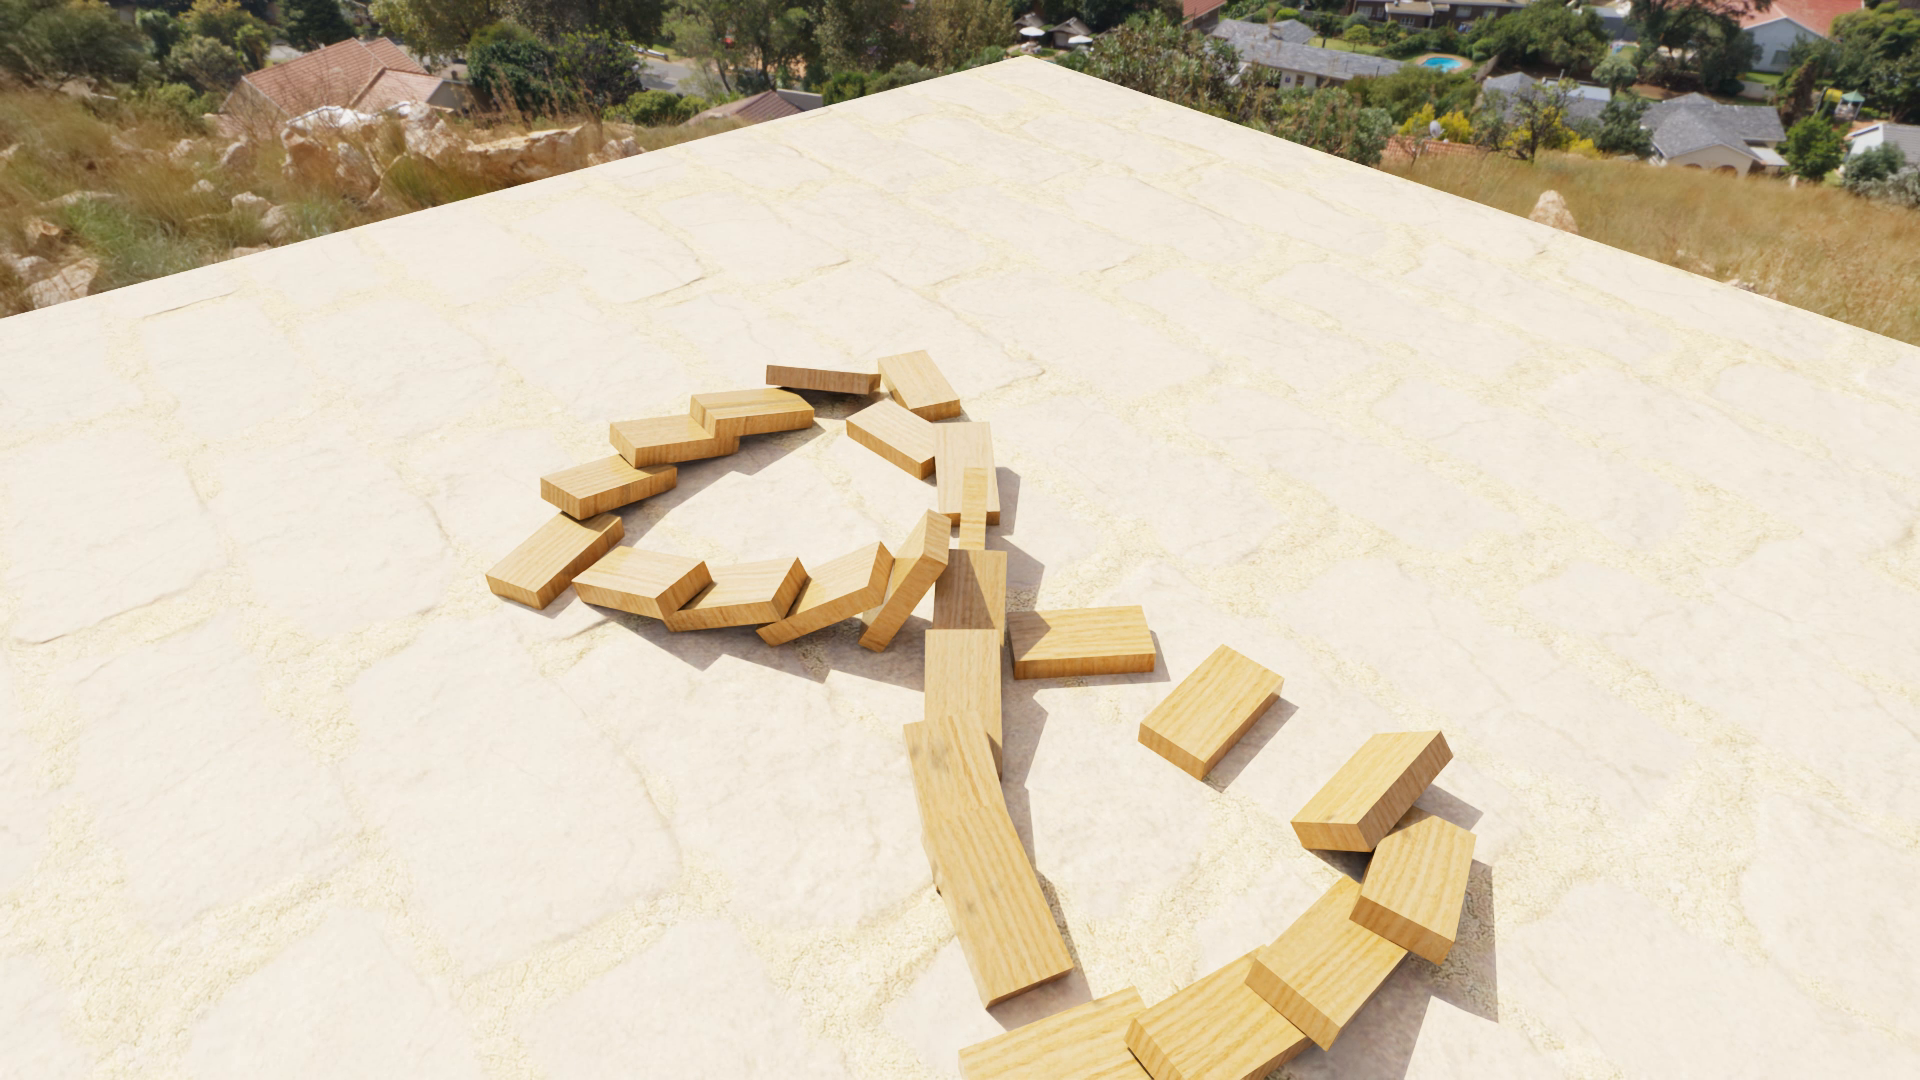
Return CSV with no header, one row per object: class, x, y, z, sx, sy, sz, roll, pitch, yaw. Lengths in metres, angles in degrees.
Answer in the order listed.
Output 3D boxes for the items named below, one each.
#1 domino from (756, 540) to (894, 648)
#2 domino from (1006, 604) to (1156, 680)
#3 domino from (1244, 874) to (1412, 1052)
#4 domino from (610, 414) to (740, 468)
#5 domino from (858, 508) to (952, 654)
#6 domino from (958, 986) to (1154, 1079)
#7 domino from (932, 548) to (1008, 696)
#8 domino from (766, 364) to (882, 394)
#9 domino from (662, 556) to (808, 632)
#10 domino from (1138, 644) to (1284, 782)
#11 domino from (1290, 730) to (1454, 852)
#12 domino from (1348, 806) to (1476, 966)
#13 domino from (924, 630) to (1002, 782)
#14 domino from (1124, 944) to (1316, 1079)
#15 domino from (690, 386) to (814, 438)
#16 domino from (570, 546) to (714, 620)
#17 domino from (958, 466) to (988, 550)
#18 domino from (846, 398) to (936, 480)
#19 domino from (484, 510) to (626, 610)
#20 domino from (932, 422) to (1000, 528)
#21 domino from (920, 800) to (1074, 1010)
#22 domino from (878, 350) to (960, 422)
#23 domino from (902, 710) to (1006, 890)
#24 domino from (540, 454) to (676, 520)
domino,-0.049,0.020,0.400,0.050,0.009,0.025,-22,33,24
domino,0.043,0.037,0.398,0.050,0.010,0.025,-3,39,-4
domino,0.102,0.112,0.296,0.050,0.009,0.025,-18,42,-43
domino,-0.126,-0.045,0.488,0.050,0.010,0.025,-13,39,-40
domino,-0.020,0.015,0.395,0.010,0.050,0.025,25,36,-16
domino,0.027,0.135,0.279,0.050,0.010,0.025,-13,41,-16
domino,0.003,0.029,0.388,0.025,0.009,0.050,3,71,1
domino,-0.065,-0.077,0.529,0.050,0.010,0.025,6,10,8
domino,-0.084,0.020,0.405,0.050,0.009,0.025,-7,35,25
domino,0.086,0.057,0.373,0.025,0.010,0.050,30,48,32
domino,0.127,0.077,0.339,0.050,0.009,0.025,-32,6,-33
domino,0.131,0.096,0.316,0.025,0.010,0.050,24,31,21
domino,0.001,0.054,0.364,0.025,0.010,0.050,0,59,0
domino,0.069,0.125,0.281,0.050,0.010,0.025,-11,38,-35
domino,-0.095,-0.059,0.506,0.050,0.010,0.025,-11,38,-37
domino,-0.120,0.015,0.413,0.050,0.009,0.025,7,37,36
domino,0.005,-0.001,0.426,0.009,0.025,0.050,3,50,1
domino,-0.026,-0.046,0.500,0.025,0.010,0.050,-32,49,-33
domino,-0.160,0.006,0.437,0.025,0.010,0.050,16,42,19
domino,0.002,-0.028,0.469,0.025,0.010,0.050,-3,53,-3
domino,0.010,0.101,0.309,0.025,0.010,0.050,-15,58,-17
domino,-0.021,-0.075,0.534,0.025,0.010,0.050,-14,41,-16
domino,0.000,0.079,0.336,0.025,0.010,0.050,-9,57,-11
domino,-0.147,-0.024,0.464,0.025,0.010,0.050,25,31,27
